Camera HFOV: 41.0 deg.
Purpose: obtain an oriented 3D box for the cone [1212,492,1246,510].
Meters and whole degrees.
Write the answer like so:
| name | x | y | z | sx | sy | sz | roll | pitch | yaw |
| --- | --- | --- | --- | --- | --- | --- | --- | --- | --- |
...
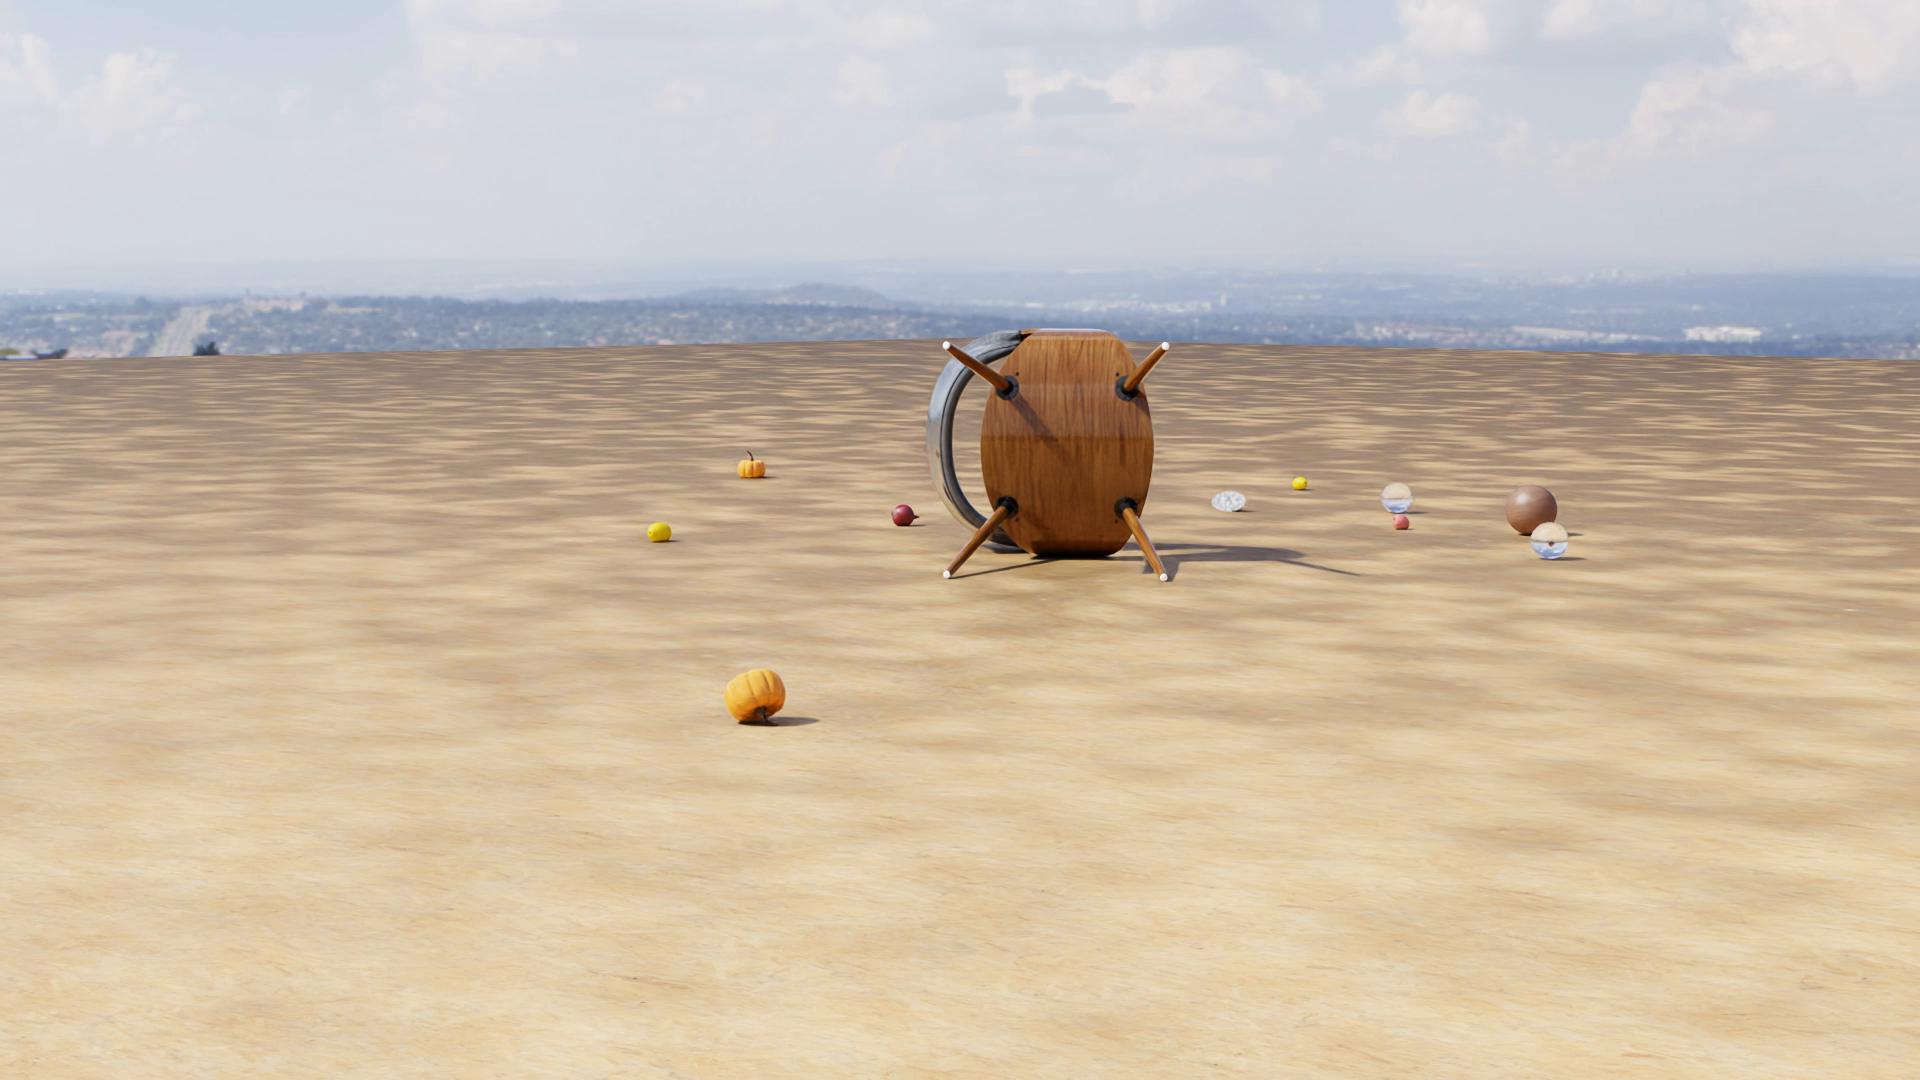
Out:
| name | x | y | z | sx | sy | sz | roll | pitch | yaw |
| --- | --- | --- | --- | --- | --- | --- | --- | --- | --- |
| cone | 0.773 | -0.098 | 7.228 | 0.108 | 0.059 | 0.069 | 2 | -19 | 35 |

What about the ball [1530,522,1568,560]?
| name | x | y | z | sx | sy | sz | roll | pitch | yaw |
| --- | --- | --- | --- | --- | --- | --- | --- | --- | --- |
| ball | 1.372 | 0.002 | 5.973 | 0.087 | 0.087 | 0.087 | 0 | 6 | 0 |

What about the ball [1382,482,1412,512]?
| name | x | y | z | sx | sy | sz | roll | pitch | yaw |
| --- | --- | --- | --- | --- | --- | --- | --- | --- | --- |
| ball | 1.216 | -0.118 | 7.141 | 0.085 | 0.085 | 0.085 | 0 | 6 | 0 |
